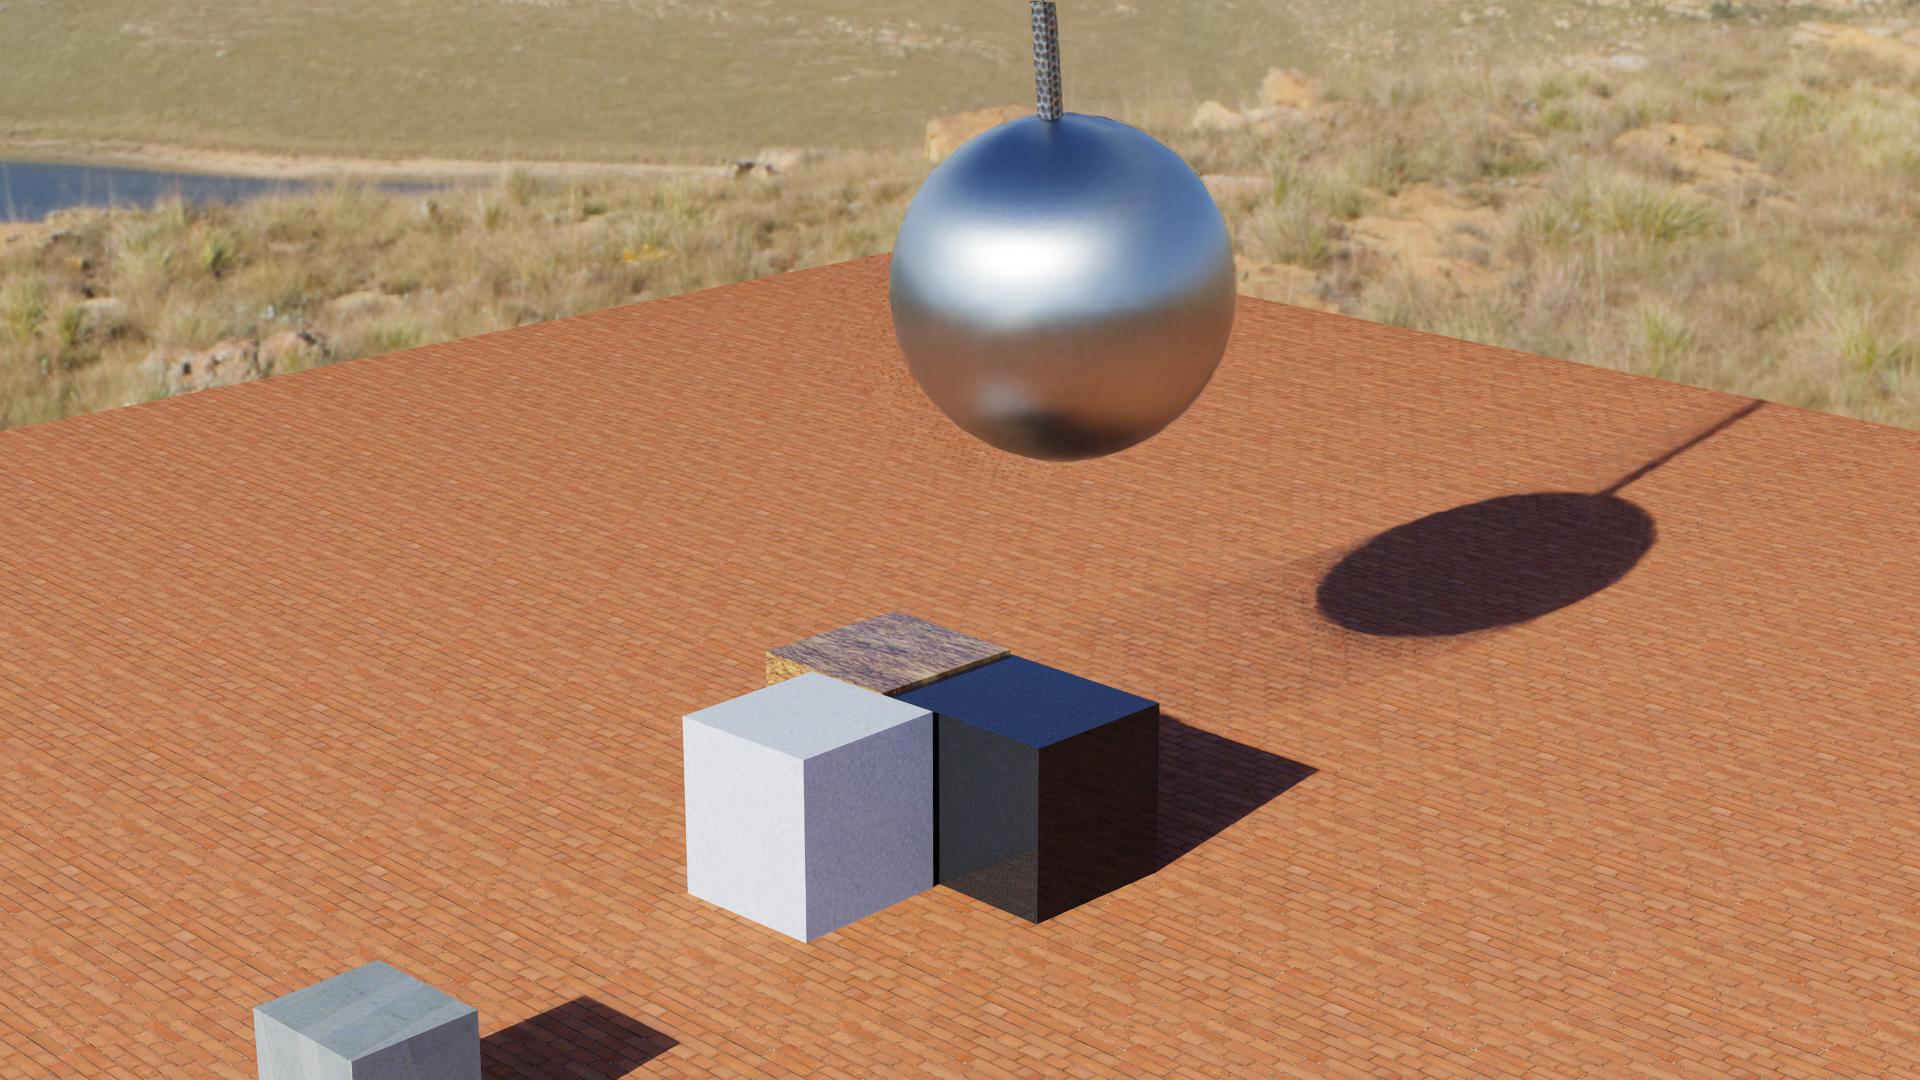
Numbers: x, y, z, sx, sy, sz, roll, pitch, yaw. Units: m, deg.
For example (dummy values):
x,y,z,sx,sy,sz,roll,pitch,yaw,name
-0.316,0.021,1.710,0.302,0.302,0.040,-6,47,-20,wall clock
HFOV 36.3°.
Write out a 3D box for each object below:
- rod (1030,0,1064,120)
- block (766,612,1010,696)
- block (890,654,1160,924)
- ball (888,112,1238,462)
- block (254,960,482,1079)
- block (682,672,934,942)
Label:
x,y,z,sx,sy,sz,roll,pitch,yaw,name
0.204,-4.304,12.203,0.080,5.200,0.080,17,30,42,rod
-0.339,0.927,13.973,0.835,0.852,0.796,-17,24,-42,block
0.292,1.118,13.401,0.929,0.831,0.795,17,24,42,block
0.471,-1.160,13.471,1.600,1.600,1.600,0,17,0,ball
-2.196,2.018,10.920,0.617,0.601,0.560,16,23,41,block
-0.676,1.181,13.163,0.768,0.854,0.801,16,23,41,block
